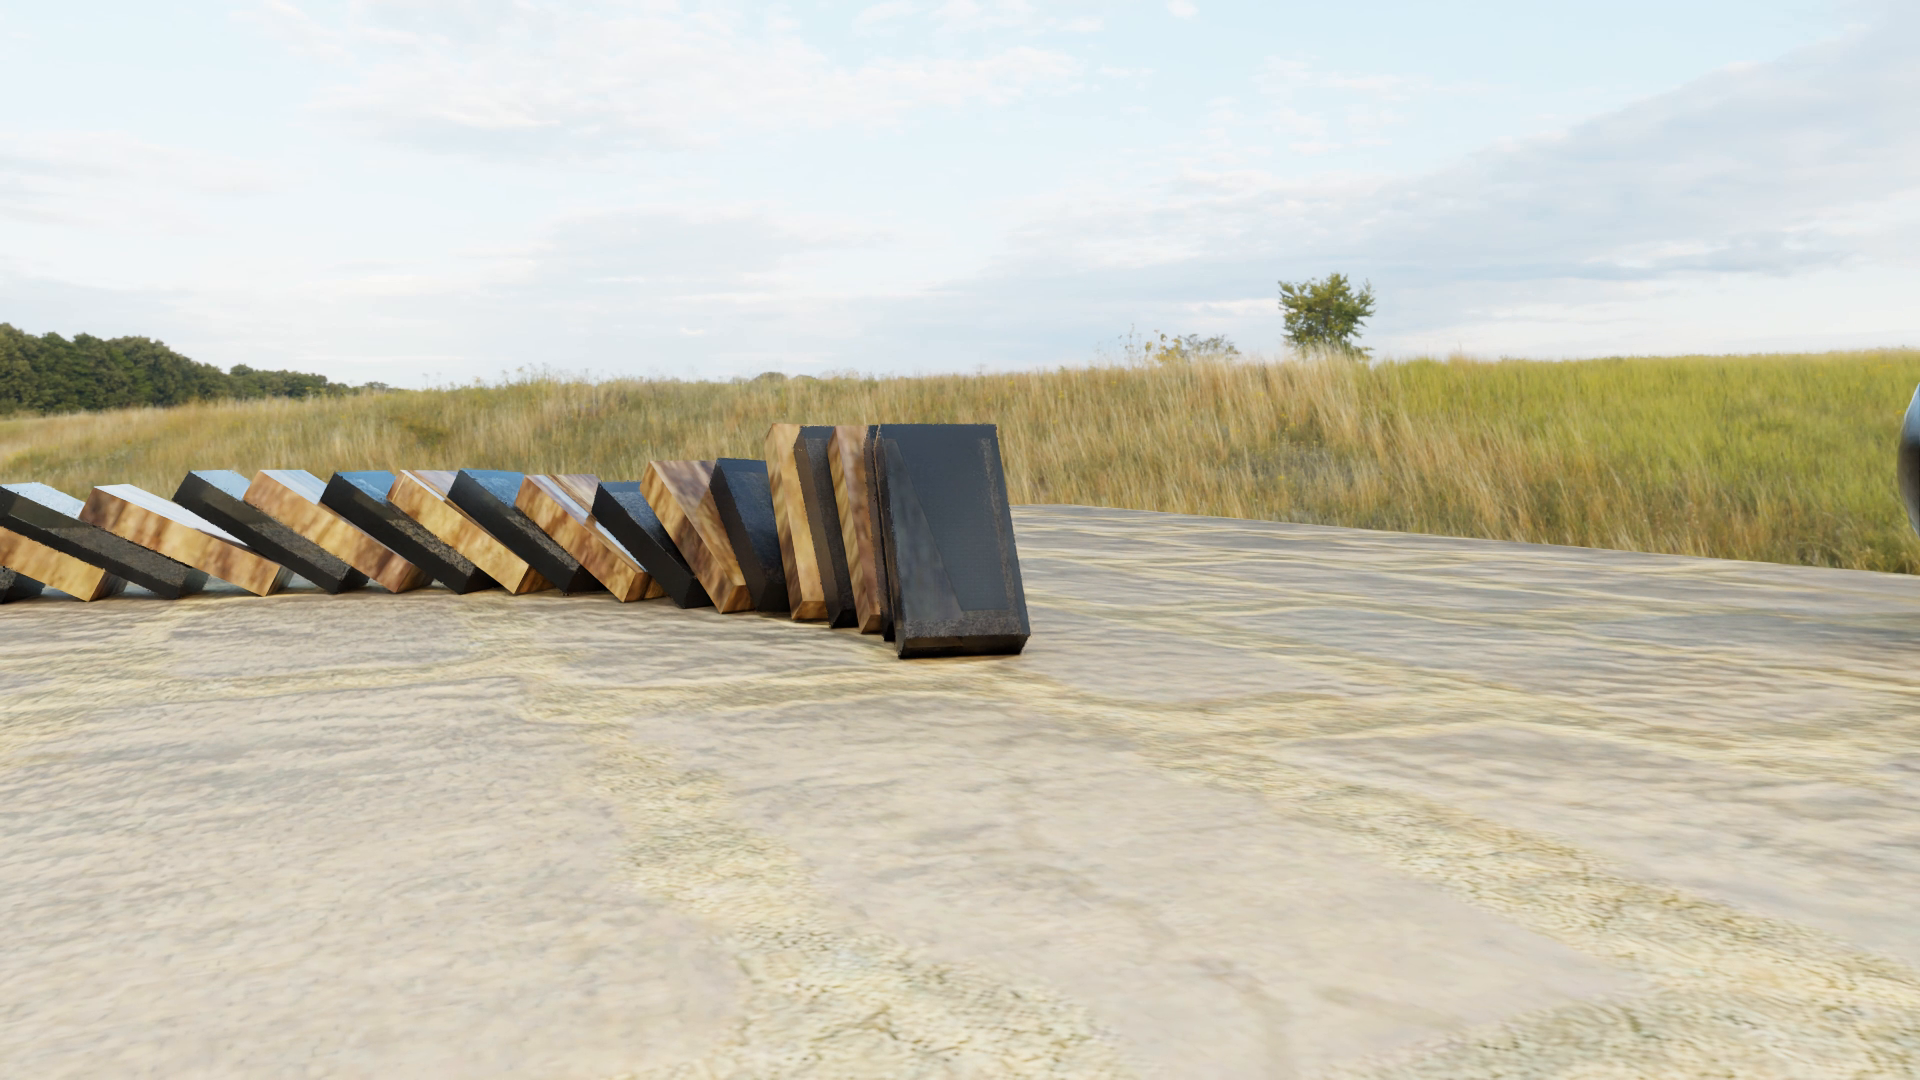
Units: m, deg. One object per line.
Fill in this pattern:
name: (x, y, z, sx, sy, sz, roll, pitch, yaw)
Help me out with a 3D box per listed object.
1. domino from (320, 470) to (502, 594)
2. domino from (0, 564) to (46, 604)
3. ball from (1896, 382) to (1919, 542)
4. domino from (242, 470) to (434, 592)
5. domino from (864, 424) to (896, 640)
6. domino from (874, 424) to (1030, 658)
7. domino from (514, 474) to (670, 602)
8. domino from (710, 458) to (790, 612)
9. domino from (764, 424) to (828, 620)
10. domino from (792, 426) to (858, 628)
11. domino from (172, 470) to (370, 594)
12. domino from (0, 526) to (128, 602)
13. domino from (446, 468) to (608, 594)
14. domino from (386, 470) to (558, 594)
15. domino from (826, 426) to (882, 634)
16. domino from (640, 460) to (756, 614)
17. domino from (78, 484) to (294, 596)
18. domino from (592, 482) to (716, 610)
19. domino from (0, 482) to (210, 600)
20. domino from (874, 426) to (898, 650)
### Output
domino: (-0.158, -0.003, 0.376, 0.050, 0.010, 0.025, 33, 9, 6)
domino: (-0.276, 0.001, 0.345, 0.050, 0.010, 0.025, 28, -3, -15)
ball: (0.245, -0.018, 0.268, 0.080, 0.080, 0.080, 0, 4, 0)
domino: (-0.178, -0.003, 0.374, 0.050, 0.010, 0.025, 32, 2, -2)
domino: (-0.007, -0.002, 0.288, 0.025, 0.050, 0.009, -1, -30, -13)
domino: (-0.002, -0.001, 0.266, 0.025, 0.050, 0.009, -1, -30, -13)
domino: (-0.100, -0.001, 0.362, 0.050, 0.010, 0.025, 36, 21, 25)
domino: (-0.046, -0.002, 0.332, 0.025, 0.009, 0.050, 2, 39, -30)
domino: (-0.032, -0.005, 0.318, 0.025, 0.050, 0.010, 0, -30, -25)
domino: (-0.023, -0.004, 0.309, 0.025, 0.050, 0.010, -2, -29, -25)
domino: (-0.196, -0.003, 0.371, 0.050, 0.009, 0.025, 32, 1, -7)
domino: (-0.257, 0.000, 0.351, 0.050, 0.009, 0.025, 28, -3, -15)
domino: (-0.121, -0.003, 0.371, 0.050, 0.010, 0.025, 35, 13, 19)
domino: (-0.139, -0.003, 0.375, 0.050, 0.009, 0.025, 34, 11, 13)
domino: (-0.014, -0.003, 0.299, 0.025, 0.050, 0.009, -2, -29, -21)
domino: (-0.062, -0.002, 0.340, 0.025, 0.009, 0.050, -4, 43, -43)
domino: (-0.216, 0.000, 0.363, 0.050, 0.010, 0.025, 27, -3, -15)
domino: (-0.077, 0.000, 0.352, 0.025, 0.010, 0.050, -4, 34, -46)
domino: (-0.237, 0.000, 0.356, 0.050, 0.010, 0.025, 28, -3, -15)
domino: (-0.003, -0.002, 0.277, 0.025, 0.050, 0.010, -1, -30, -13)
